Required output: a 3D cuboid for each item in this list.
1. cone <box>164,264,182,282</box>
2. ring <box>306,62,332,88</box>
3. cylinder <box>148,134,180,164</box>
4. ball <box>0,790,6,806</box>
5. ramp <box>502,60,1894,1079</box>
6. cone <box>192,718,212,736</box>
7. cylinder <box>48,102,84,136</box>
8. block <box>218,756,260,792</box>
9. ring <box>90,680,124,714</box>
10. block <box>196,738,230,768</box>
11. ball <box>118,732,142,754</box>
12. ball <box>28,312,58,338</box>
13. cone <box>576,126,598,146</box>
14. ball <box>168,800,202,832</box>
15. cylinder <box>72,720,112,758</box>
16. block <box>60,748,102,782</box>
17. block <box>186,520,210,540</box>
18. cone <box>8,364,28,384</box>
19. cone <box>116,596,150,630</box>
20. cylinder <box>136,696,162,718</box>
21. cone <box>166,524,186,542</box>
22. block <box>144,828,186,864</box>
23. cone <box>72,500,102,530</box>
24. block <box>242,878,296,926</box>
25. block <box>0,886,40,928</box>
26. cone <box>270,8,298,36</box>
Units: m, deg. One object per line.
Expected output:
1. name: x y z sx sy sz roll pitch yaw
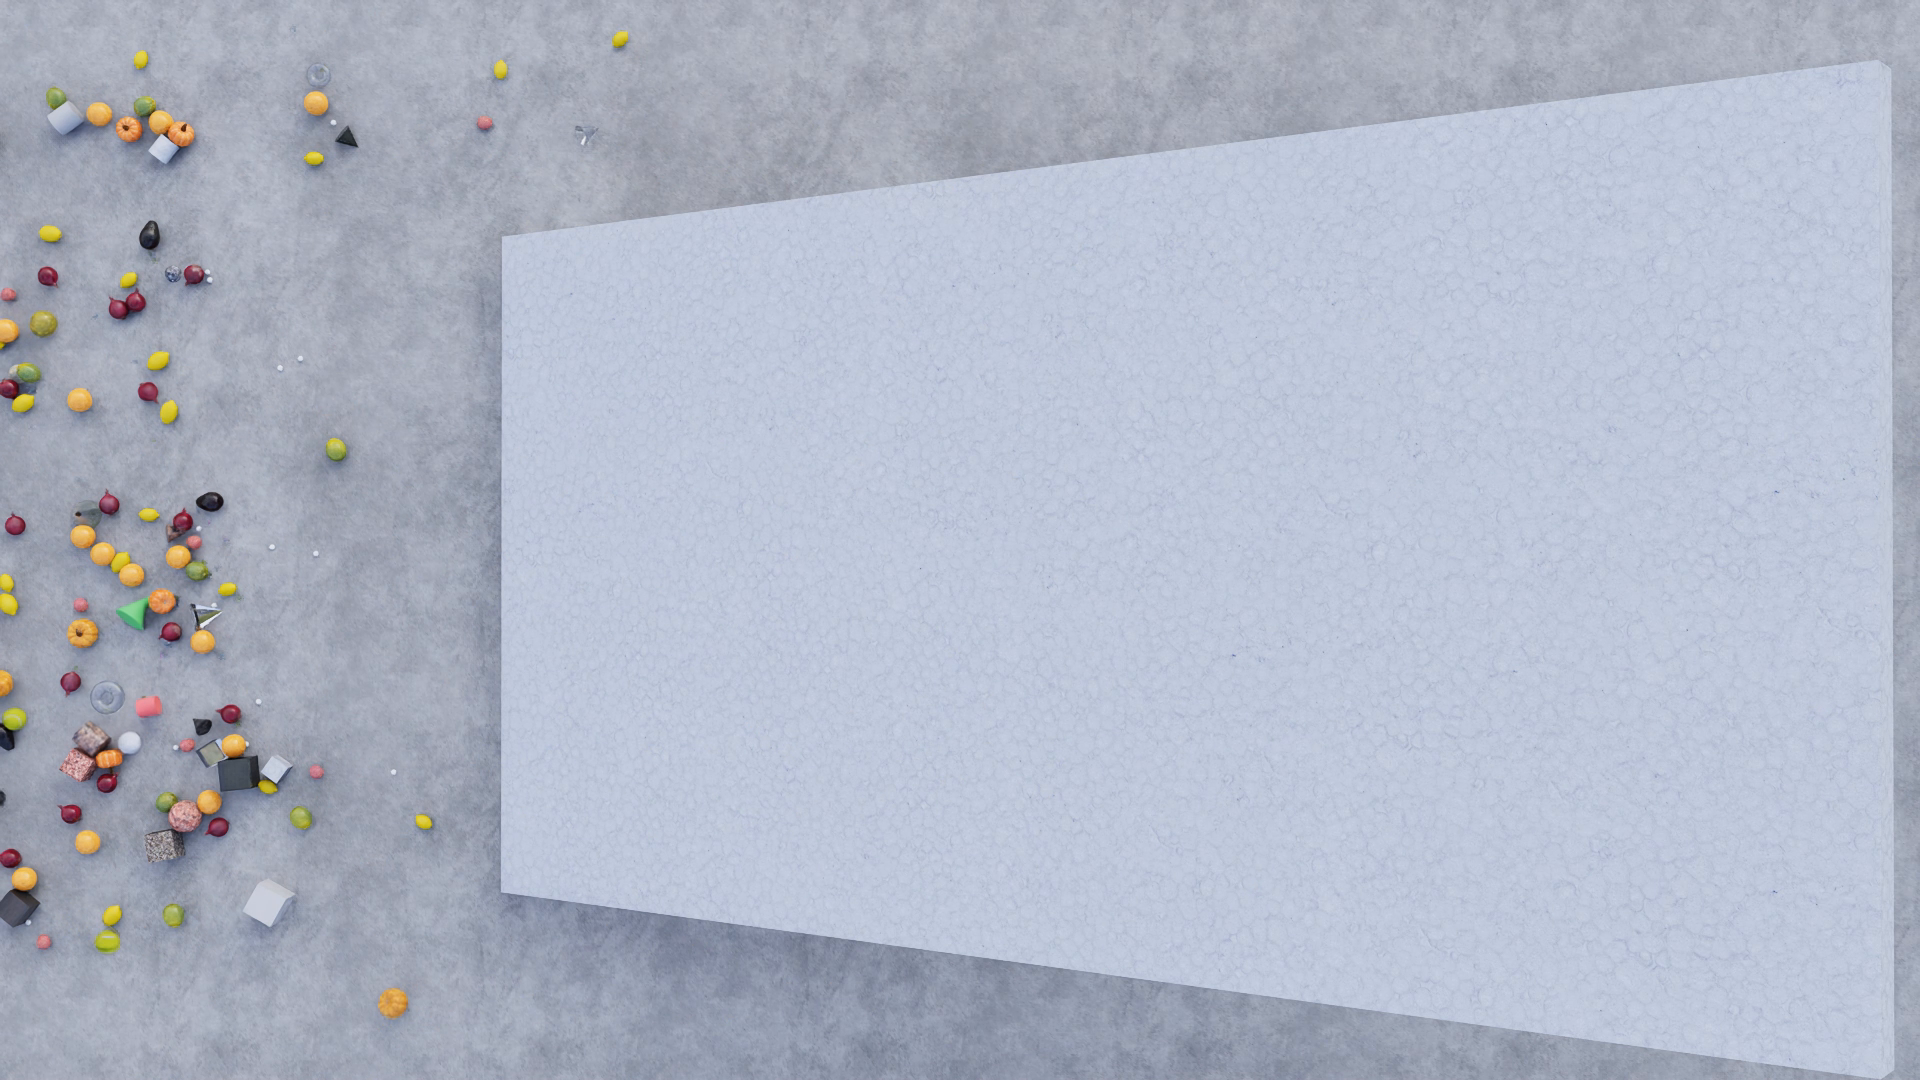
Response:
1. cone: -2.431 -0.824 6.769 0.054 0.054 0.054 0 90 0
2. ring: -1.979 -1.435 6.788 0.077 0.026 0.077 0 91 0
3. cylinder: -2.449 -1.204 6.766 0.066 0.066 0.066 39 90 0
4. ball: -2.963 0.795 6.756 0.056 0.056 0.056 0 90 0
5. ramp: 0.233 0.065 5.552 4.000 0.100 2.000 0 89 37
6. cone: -2.346 0.564 6.773 0.057 0.057 0.057 30 90 27
7. cylinder: -2.749 -1.297 6.762 0.076 0.076 0.076 -35 90 0
8. block: -2.209 0.716 6.738 0.094 0.094 0.094 -6 90 0
9. ring: -2.624 0.484 6.769 0.107 0.036 0.107 0 89 1
10. block: -2.293 0.655 6.754 0.064 0.064 0.064 -33 90 0
11. ball: -2.550 0.622 6.751 0.068 0.068 0.068 0 90 0
12. ball: -2.817 -0.662 6.755 0.080 0.080 0.080 0 90 0
13. cone: -1.140 -1.259 6.784 0.067 0.067 0.067 -30 90 -27
14. ball: -2.372 0.847 6.735 0.098 0.098 0.098 0 90 0
15. cylinder: -2.663 0.611 6.746 0.080 0.080 0.080 40 90 0
16. block: -2.698 0.688 6.748 0.075 0.075 0.075 32 90 0
17. block: -2.346 -0.029 6.787 0.059 0.059 0.059 -2 88 -1
18. cone: -2.910 -0.512 6.764 0.061 0.061 0.061 0 90 0
19. cone: -2.524 0.209 6.767 0.097 0.097 0.097 33 63 0
20. cylinder: -2.493 0.514 6.757 0.058 0.058 0.058 -11 90 0
21. cone: -2.412 -0.023 6.777 0.060 0.060 0.060 -6 90 -27
22. block: -2.438 0.935 6.741 0.086 0.086 0.086 -10 90 0
23. cone: -2.696 -0.079 6.744 0.093 0.093 0.093 0 90 0
24. block: -2.115 1.110 6.733 0.097 0.097 0.097 29 90 0
25. block: -2.892 1.125 6.742 0.081 0.081 0.081 40 90 0
26. cone: -2.068 -1.584 6.788 0.092 0.092 0.092 0 87 5
